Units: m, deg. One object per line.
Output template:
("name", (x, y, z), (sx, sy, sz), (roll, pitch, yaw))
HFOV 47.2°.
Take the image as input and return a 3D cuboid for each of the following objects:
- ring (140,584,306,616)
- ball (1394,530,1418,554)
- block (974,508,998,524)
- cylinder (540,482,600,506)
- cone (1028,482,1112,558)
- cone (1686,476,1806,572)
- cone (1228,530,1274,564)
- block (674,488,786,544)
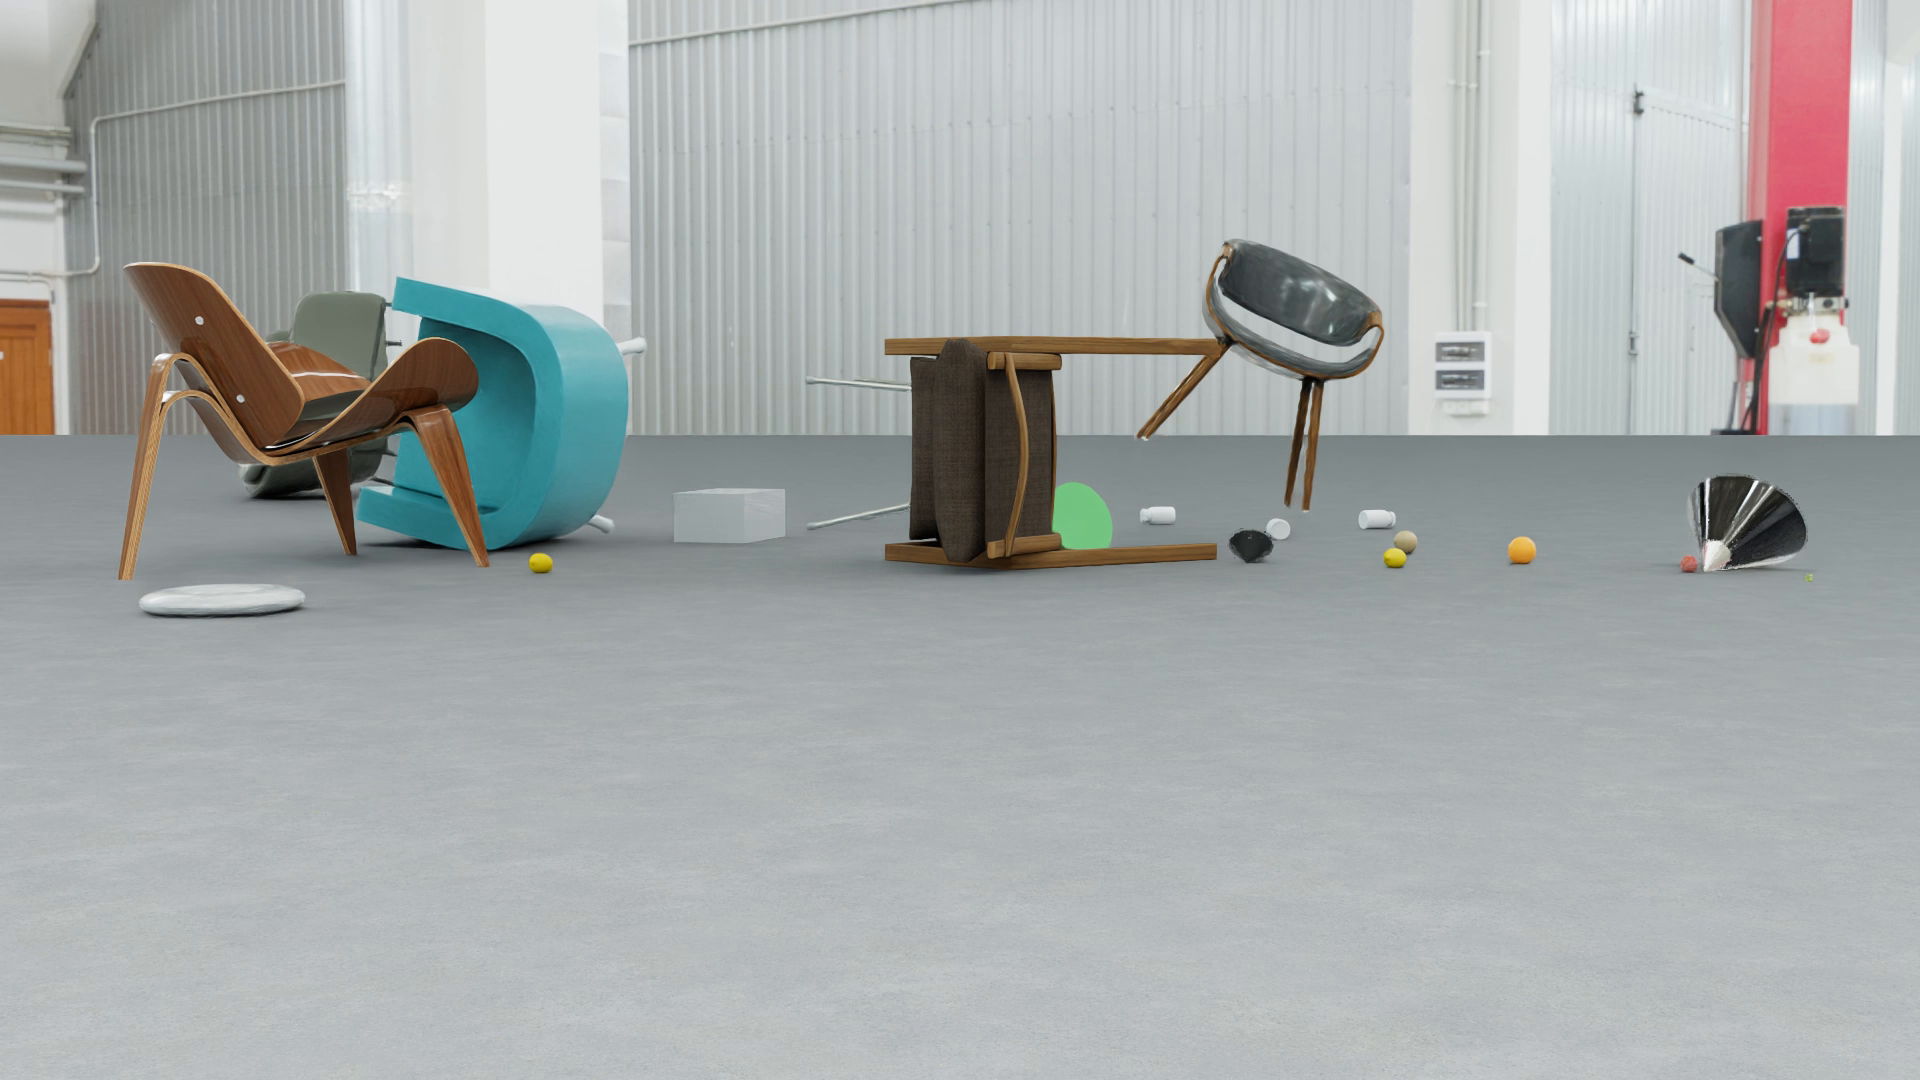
("ring", (-1.492, 0.121, 4.454), (0.322, 0.045, 0.315), (-1, 4, -7))
("ball", (1.214, 0.006, 5.992), (0.064, 0.064, 0.064), (0, 4, 0))
("block", (0.090, -0.080, 7.360), (0.080, 0.048, 0.054), (0, 4, 2))
("cylinder", (-1.505, -0.178, 8.507), (0.109, 0.085, 0.219), (-15, -5, 33))
("cone", (0.255, -0.010, 5.971), (0.207, 0.213, 0.291), (-33, 3, 36))
("cone", (1.907, 0.015, 5.480), (0.312, 0.267, 0.234), (8, 38, 44))
("cone", (0.748, 0.037, 5.692), (0.119, 0.107, 0.067), (-19, 34, 33))
("block", (-0.687, -0.075, 6.589), (0.223, 0.144, 0.326), (1, 4, 17))
